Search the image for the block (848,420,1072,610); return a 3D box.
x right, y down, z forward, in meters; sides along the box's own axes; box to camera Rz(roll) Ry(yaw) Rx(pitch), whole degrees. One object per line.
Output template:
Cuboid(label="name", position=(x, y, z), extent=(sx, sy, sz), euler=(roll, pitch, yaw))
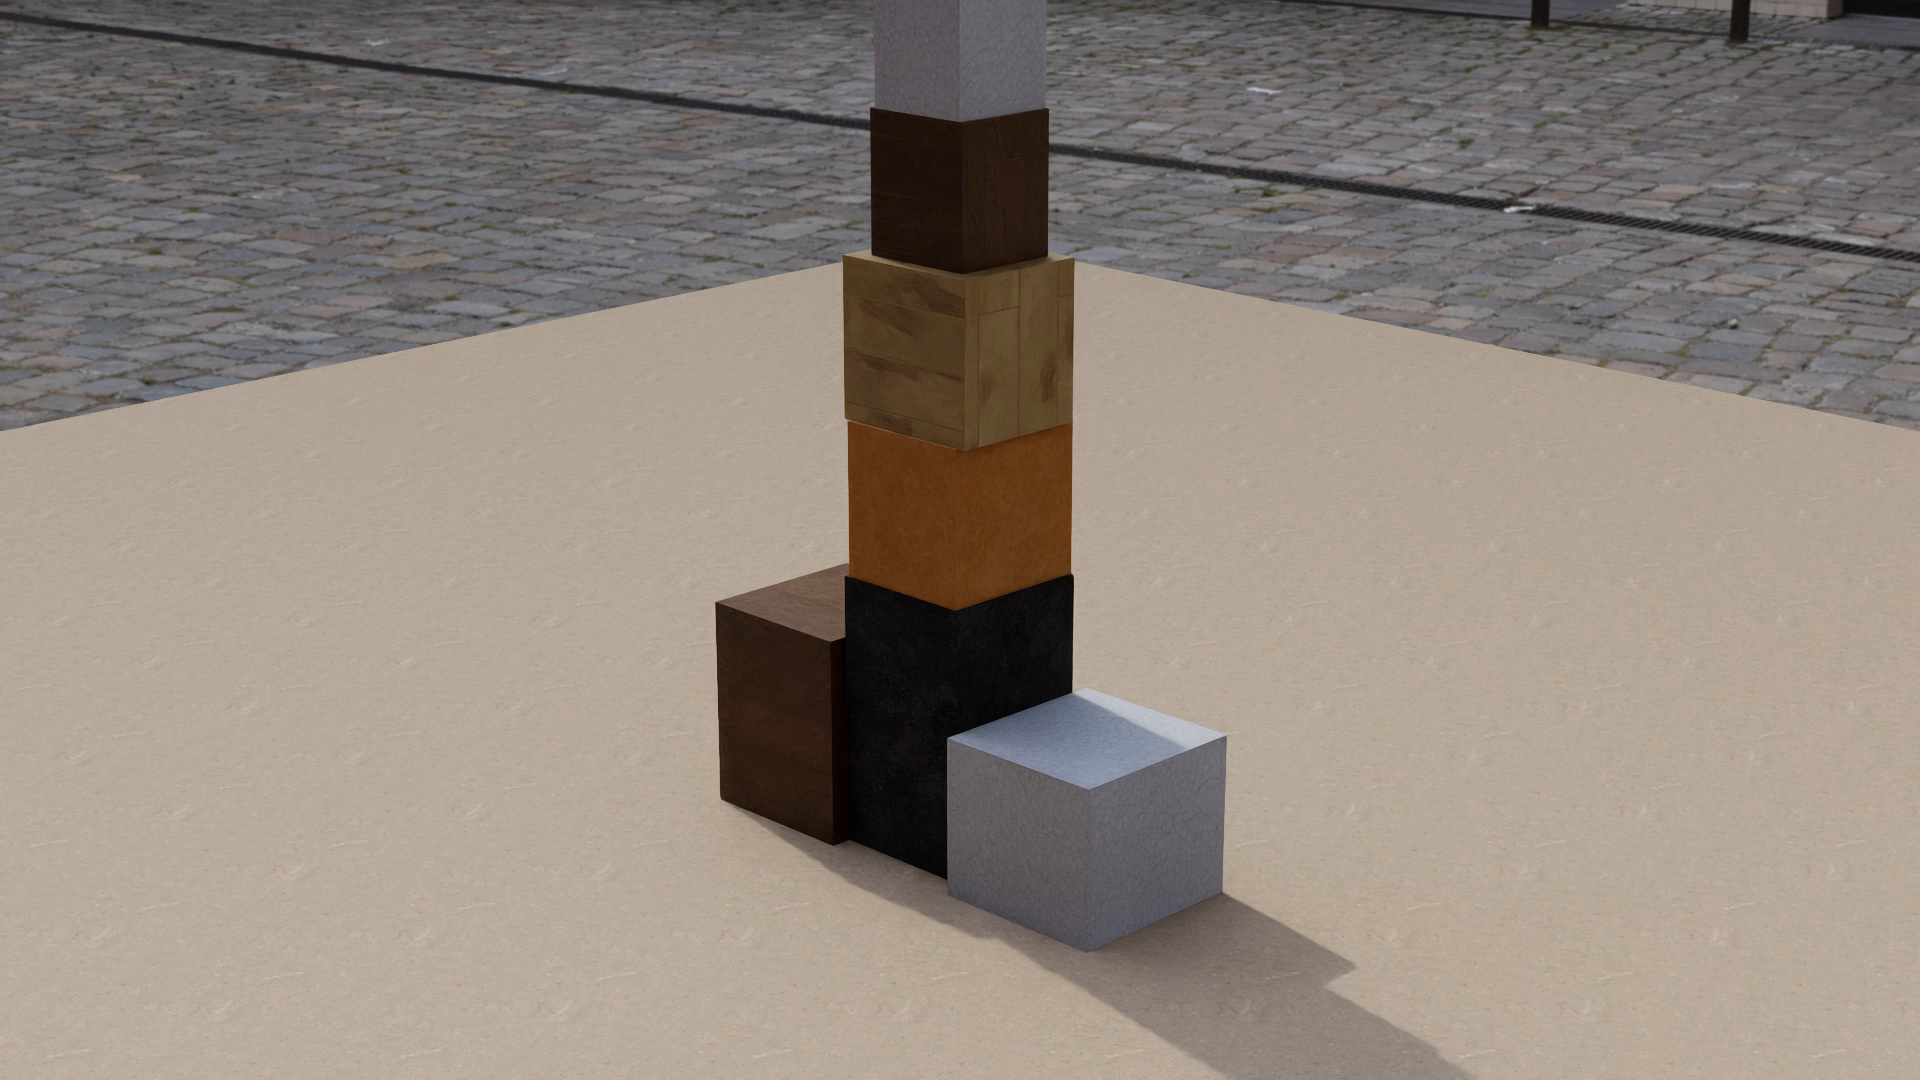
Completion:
Cuboid(label="block", position=(0.002, -0.190, 13.284), extent=(0.746, 0.734, 0.686), euler=(-17, 24, -42))

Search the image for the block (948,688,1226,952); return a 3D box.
Cuboid(label="block", position=(0.566, 1.235, 13.148), extent=(0.908, 0.759, 0.853), euler=(-17, 24, -42))

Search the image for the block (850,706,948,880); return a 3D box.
Cuboid(label="block", position=(-0.009, 1.086, 13.703), extent=(0.674, 0.710, 0.752), euler=(-17, 24, -42))

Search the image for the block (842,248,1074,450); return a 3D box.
Cuboid(label="block", position=(-0.007, -0.896, 13.053), extent=(0.685, 0.750, 0.763), euler=(-17, 24, -42))

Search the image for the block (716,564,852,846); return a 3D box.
Cuboid(label="block", position=(-0.580, 0.776, 14.182), extent=(0.857, 1.016, 0.813), euler=(-17, 24, -42))

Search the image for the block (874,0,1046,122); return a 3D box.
Cuboid(label="block", position=(0.001, -2.142, 12.669), extent=(0.529, 0.552, 0.521), euler=(-17, 24, -42))

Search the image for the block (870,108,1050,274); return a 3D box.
Cuboid(label="block", position=(-0.002, -1.567, 12.847), extent=(0.532, 0.653, 0.568), euler=(-17, 24, -42))

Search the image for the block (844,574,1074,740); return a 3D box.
Cuboid(label="block", position=(-0.003, 0.458, 13.482), extent=(0.753, 0.622, 0.729), euler=(-17, 24, -42))
